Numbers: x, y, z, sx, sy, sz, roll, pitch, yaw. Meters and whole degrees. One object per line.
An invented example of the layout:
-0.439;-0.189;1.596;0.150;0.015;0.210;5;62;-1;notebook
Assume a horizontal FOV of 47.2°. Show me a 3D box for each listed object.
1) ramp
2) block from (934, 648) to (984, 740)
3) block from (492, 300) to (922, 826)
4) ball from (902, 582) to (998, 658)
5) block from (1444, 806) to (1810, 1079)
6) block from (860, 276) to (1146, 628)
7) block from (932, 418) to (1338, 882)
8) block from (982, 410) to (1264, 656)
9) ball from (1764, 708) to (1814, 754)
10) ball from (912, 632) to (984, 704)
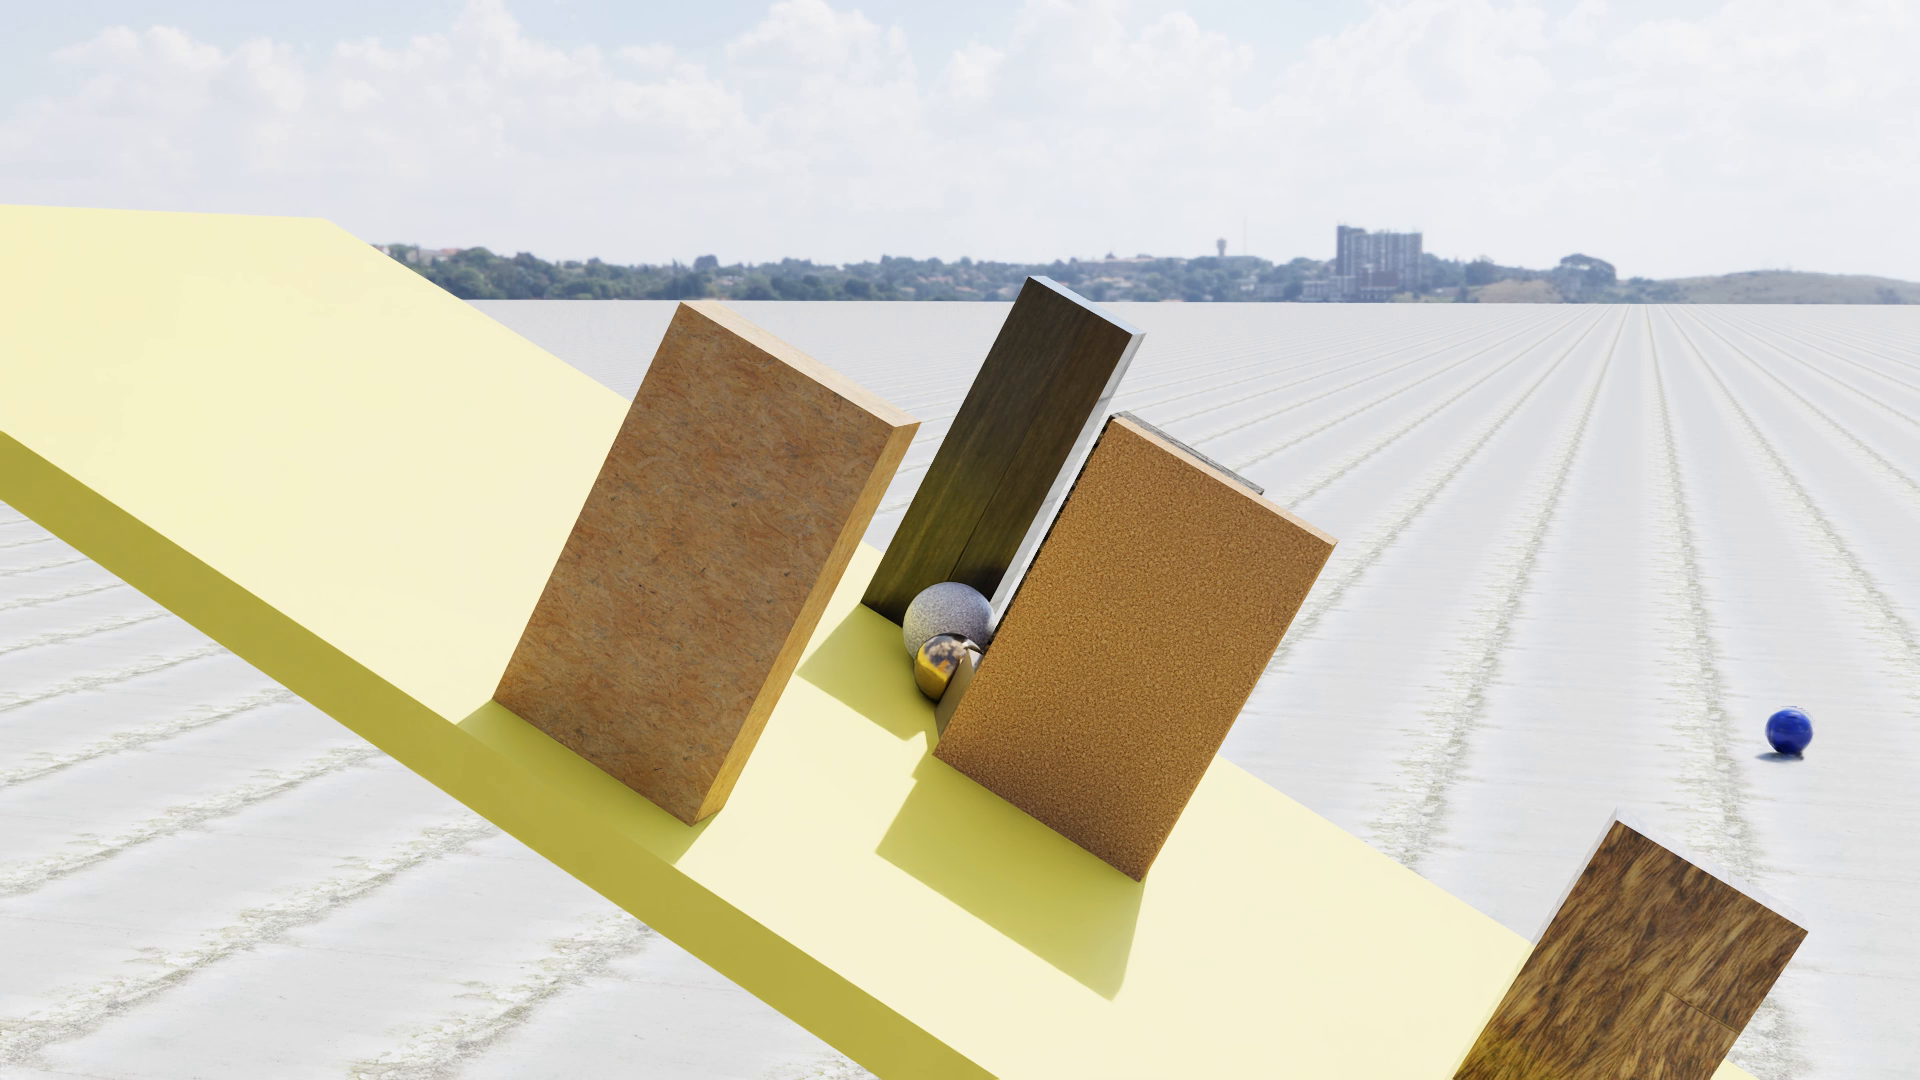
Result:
-0.215;0.356;4.144;4.000;0.100;2.000;31;14;12;ramp
0.055;0.328;4.231;0.149;0.149;0.149;25;14;-12;block
-0.389;0.034;3.324;0.375;0.692;0.125;31;14;12;block
-0.020;0.183;4.509;0.195;0.195;0.195;0;7;0;ball
1.030;0.775;3.499;0.325;0.618;0.091;31;14;12;block
0.088;-0.150;4.663;0.251;0.789;0.132;31;14;12;block
0.310;0.200;3.994;0.448;0.715;0.082;31;14;12;block
0.297;0.113;4.382;0.320;0.663;0.139;31;14;12;block
3.204;0.740;8.497;0.178;0.178;0.178;0;7;0;ball
-0.021;0.255;4.355;0.145;0.145;0.145;0;7;0;ball
